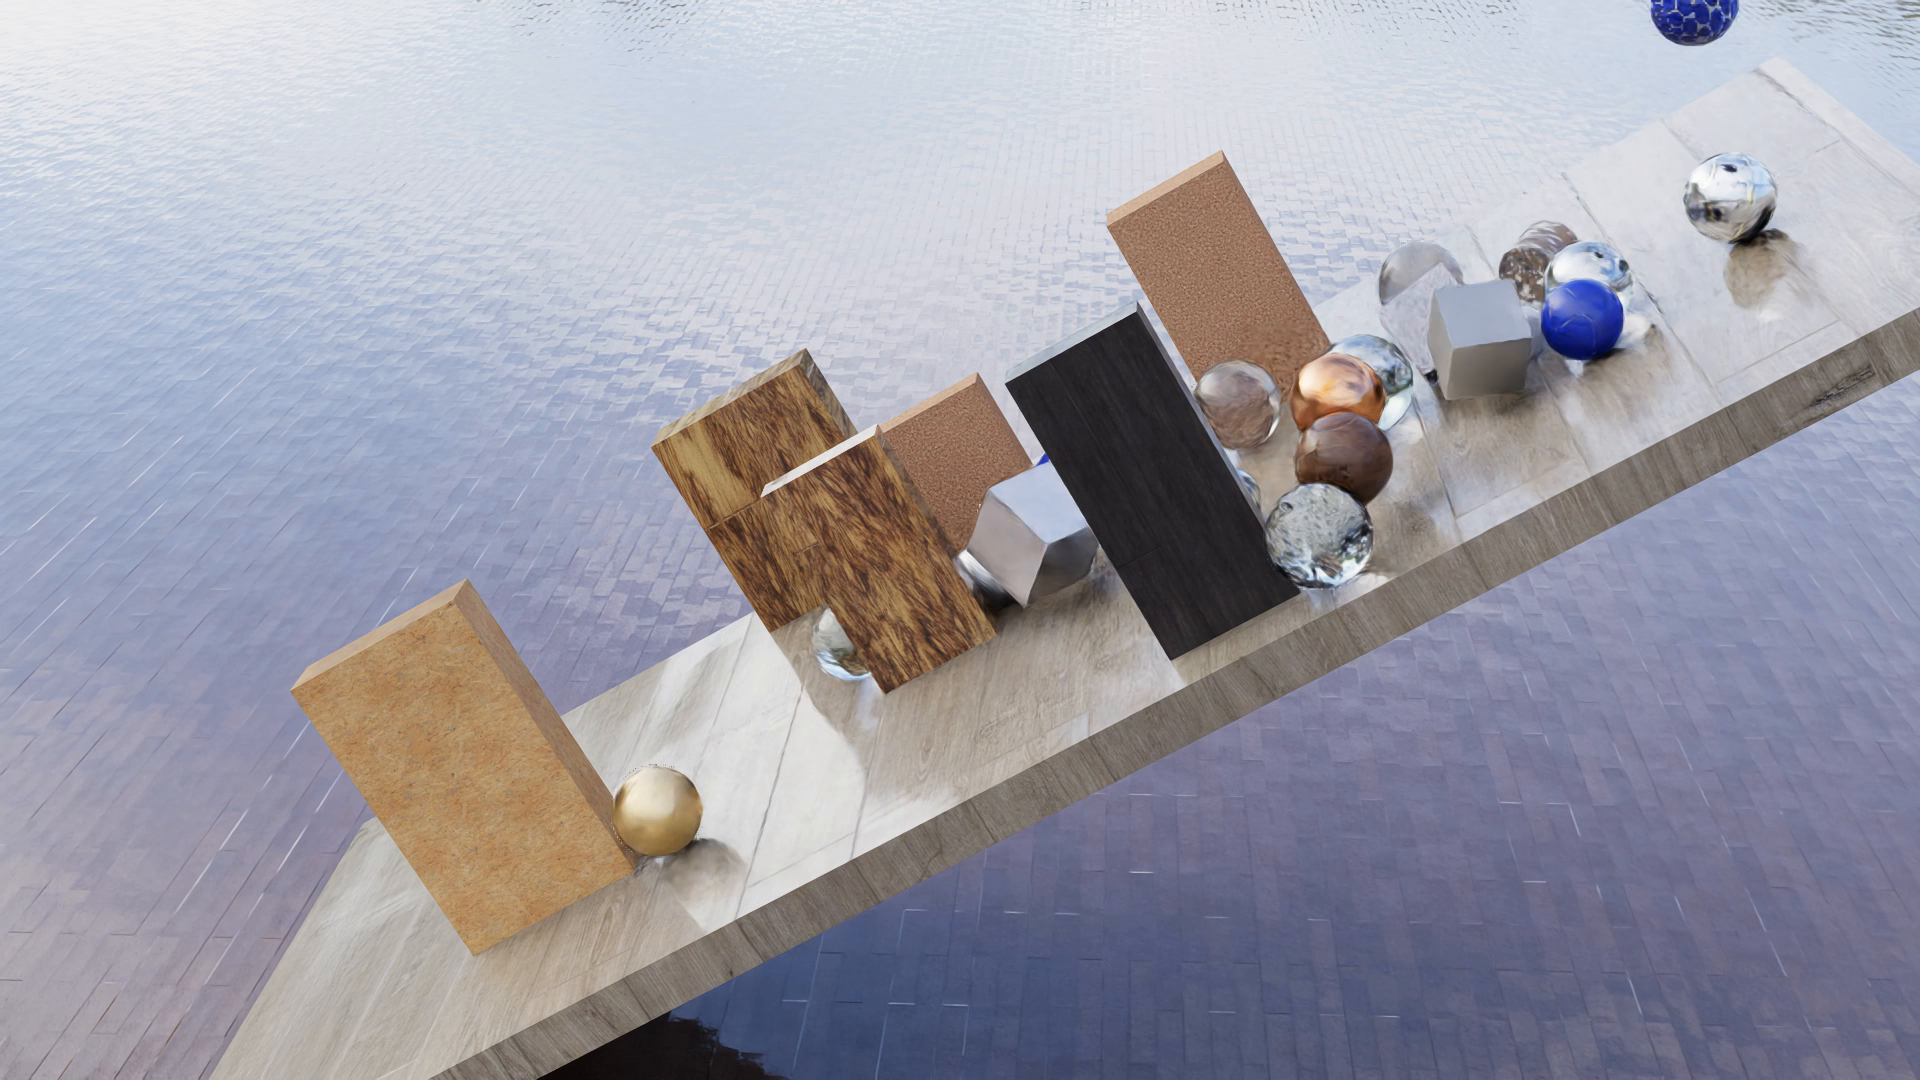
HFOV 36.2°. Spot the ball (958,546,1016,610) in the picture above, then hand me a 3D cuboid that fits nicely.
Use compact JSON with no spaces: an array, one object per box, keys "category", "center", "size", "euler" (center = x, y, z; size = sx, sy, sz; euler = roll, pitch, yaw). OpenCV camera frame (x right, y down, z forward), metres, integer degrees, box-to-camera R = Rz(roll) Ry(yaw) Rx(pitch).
[{"category":"ball","center":[0.061,0.074,6.251],"size":[0.153,0.153,0.153],"euler":[0,19,0]}]

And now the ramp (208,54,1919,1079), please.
[{"category":"ramp","center":[0.142,0.168,6.285],"size":[4.000,0.100,2.000],"euler":[-28,15,12]}]

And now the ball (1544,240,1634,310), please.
[{"category":"ball","center":[1.227,-0.498,5.743],"size":[0.172,0.172,0.172],"euler":[0,19,0]}]

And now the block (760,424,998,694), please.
[{"category":"block","center":[-0.165,0.042,6.127],"size":[0.274,0.498,0.087],"euler":[-28,15,12]}]

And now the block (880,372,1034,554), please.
[{"category":"block","center":[-0.001,-0.112,6.486],"size":[0.324,0.407,0.089],"euler":[-28,15,12]}]

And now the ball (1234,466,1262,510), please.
[{"category":"ball","center":[0.528,-0.077,5.829],"size":[0.140,0.140,0.140],"euler":[0,19,0]}]

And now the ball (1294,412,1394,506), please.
[{"category":"ball","center":[0.701,-0.144,5.379],"size":[0.181,0.181,0.181],"euler":[0,19,0]}]

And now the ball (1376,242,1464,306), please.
[{"category":"ball","center":[0.996,-0.551,6.358],"size":[0.187,0.187,0.187],"euler":[0,19,0]}]

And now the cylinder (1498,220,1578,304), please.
[{"category":"cylinder","center":[1.208,-0.580,6.125],"size":[0.130,0.130,0.130],"euler":[12,37,31]}]

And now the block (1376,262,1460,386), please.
[{"category":"block","center":[0.961,-0.434,5.944],"size":[0.162,0.162,0.162],"euler":[-38,-12,7]}]

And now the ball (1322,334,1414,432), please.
[{"category":"ball","center":[0.808,-0.311,5.905],"size":[0.206,0.206,0.206],"euler":[0,19,0]}]

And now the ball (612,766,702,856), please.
[{"category":"ball","center":[-0.615,0.552,5.982],"size":[0.182,0.182,0.182],"euler":[0,19,0]}]

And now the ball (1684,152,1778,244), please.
[{"category":"ball","center":[1.502,-0.667,5.735],"size":[0.177,0.177,0.177],"euler":[0,19,0]}]

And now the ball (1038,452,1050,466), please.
[{"category":"ball","center":[0.236,-0.145,6.425],"size":[0.140,0.140,0.140],"euler":[0,19,0]}]

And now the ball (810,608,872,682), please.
[{"category":"ball","center":[-0.236,0.219,6.340],"size":[0.171,0.171,0.171],"euler":[0,19,0]}]

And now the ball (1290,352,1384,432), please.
[{"category":"ball","center":[0.707,-0.262,5.516],"size":[0.177,0.177,0.177],"euler":[0,19,0]}]

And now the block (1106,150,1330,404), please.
[{"category":"block","center":[0.581,-0.545,6.476],"size":[0.289,0.538,0.132],"euler":[-28,15,12]}]

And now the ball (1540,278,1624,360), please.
[{"category":"ball","center":[1.185,-0.421,5.602],"size":[0.157,0.157,0.157],"euler":[0,19,0]}]

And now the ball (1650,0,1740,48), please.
[{"category":"ball","center":[1.396,-1.022,5.592],"size":[0.167,0.167,0.167],"euler":[0,19,0]}]

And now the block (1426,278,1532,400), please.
[{"category":"block","center":[0.997,-0.385,5.652],"size":[0.153,0.153,0.153],"euler":[-8,53,-3]}]

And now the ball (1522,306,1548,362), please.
[{"category":"ball","center":[1.106,-0.407,5.805],"size":[0.113,0.113,0.113],"euler":[0,19,0]}]

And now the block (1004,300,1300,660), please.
[{"category":"block","center":[0.352,-0.105,5.345],"size":[0.271,0.607,0.090],"euler":[-28,15,12]}]

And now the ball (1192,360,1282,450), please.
[{"category":"ball","center":[0.592,-0.288,6.294],"size":[0.194,0.194,0.194],"euler":[0,19,0]}]

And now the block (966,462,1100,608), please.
[{"category":"block","center":[0.161,-0.014,6.032],"size":[0.182,0.182,0.182],"euler":[-24,57,-37]}]

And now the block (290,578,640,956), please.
[{"category":"block","center":[-1.008,0.471,6.055],"size":[0.400,0.678,0.134],"euler":[-28,15,12]}]

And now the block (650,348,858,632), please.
[{"category":"block","center":[-0.415,-0.118,7.078],"size":[0.415,0.540,0.150],"euler":[-28,15,12]}]

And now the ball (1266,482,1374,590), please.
[{"category":"ball","center":[0.643,-0.009,5.264],"size":[0.193,0.193,0.193],"euler":[0,19,0]}]
